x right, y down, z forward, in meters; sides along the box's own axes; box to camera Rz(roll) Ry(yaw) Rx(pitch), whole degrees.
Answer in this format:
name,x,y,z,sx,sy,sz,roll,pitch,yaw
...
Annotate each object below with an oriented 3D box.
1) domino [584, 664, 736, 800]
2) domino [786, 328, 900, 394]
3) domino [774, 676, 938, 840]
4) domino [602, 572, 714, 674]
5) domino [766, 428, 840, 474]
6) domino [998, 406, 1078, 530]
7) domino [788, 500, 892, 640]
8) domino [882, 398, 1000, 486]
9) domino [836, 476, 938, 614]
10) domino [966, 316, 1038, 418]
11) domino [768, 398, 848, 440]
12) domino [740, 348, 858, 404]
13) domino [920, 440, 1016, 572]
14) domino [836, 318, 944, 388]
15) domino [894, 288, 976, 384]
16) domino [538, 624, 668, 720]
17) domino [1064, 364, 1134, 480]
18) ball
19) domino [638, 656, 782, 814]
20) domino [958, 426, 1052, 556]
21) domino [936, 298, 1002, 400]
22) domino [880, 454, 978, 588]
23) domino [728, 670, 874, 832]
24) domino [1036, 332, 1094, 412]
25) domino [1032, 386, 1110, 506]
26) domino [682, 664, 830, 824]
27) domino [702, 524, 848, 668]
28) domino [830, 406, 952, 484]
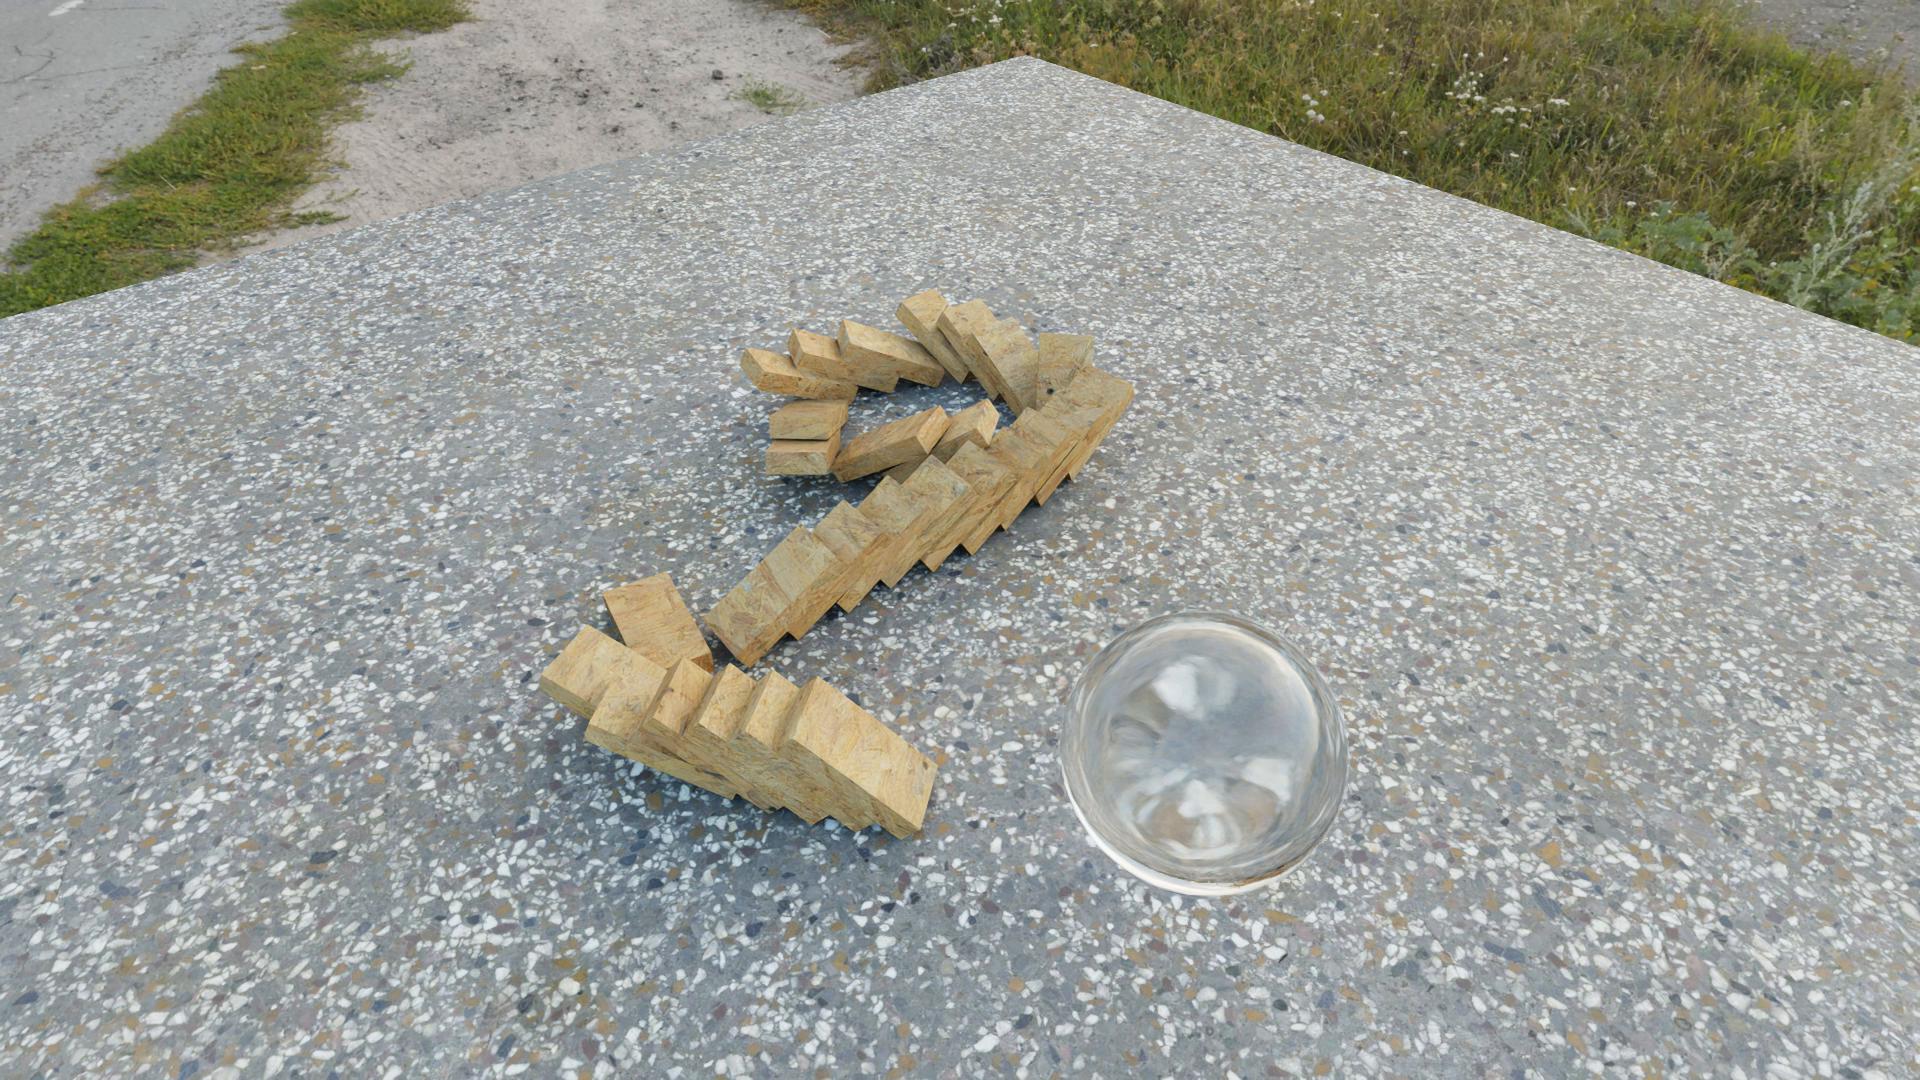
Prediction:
name,x,y,z,sx,sy,sz,roll,pitch,yaw
domino,-0.091,0.061,0.352,0.050,0.009,0.025,25,41,-9
domino,-0.057,-0.087,0.533,0.050,0.010,0.025,11,32,-29
domino,-0.031,0.067,0.337,0.050,0.009,0.025,40,37,-18
domino,-0.111,0.033,0.403,0.025,0.010,0.050,-20,43,-22
domino,-0.067,-0.039,0.477,0.025,0.010,0.050,1,18,1
domino,0.024,-0.030,0.463,0.025,0.009,0.050,32,76,33
domino,-0.052,0.011,0.413,0.050,0.009,0.025,-46,53,-8
domino,-0.008,-0.041,0.471,0.050,0.010,0.025,-23,27,28
domino,-0.035,0.001,0.423,0.050,0.010,0.025,-48,53,-7
domino,0.027,-0.081,0.525,0.025,0.009,0.050,-25,74,-28
domino,-0.067,-0.055,0.495,0.025,0.010,0.050,2,16,5
domino,-0.076,-0.078,0.522,0.050,0.009,0.025,4,31,-38
domino,-0.004,-0.014,0.441,0.050,0.010,0.025,-48,54,-5
domino,-0.034,-0.091,0.539,0.050,0.010,0.025,13,34,-25
domino,-0.006,-0.102,0.550,0.050,0.009,0.025,47,48,11
domino,-0.111,0.051,0.366,0.050,0.010,0.025,30,44,1
domino,0.053,-0.053,0.489,0.025,0.009,0.050,30,76,27
ball,0.069,0.060,0.314,0.080,0.080,0.080,0,39,0
domino,-0.073,0.061,0.344,0.050,0.010,0.025,39,38,-20
domino,0.011,-0.020,0.450,0.050,0.010,0.025,-48,54,-7
domino,0.013,-0.094,0.539,0.025,0.009,0.050,-26,74,-33
domino,-0.019,-0.008,0.433,0.050,0.010,0.025,-46,53,-4
domino,-0.045,0.065,0.339,0.050,0.009,0.025,40,37,-18
domino,0.048,-0.070,0.508,0.025,0.009,0.050,4,73,2
domino,0.040,-0.041,0.476,0.025,0.010,0.050,32,76,30
domino,-0.059,0.063,0.342,0.050,0.010,0.025,40,37,-18
domino,-0.067,0.020,0.402,0.050,0.009,0.025,-45,52,-7
domino,-0.030,-0.041,0.473,0.050,0.010,0.025,-15,28,36
